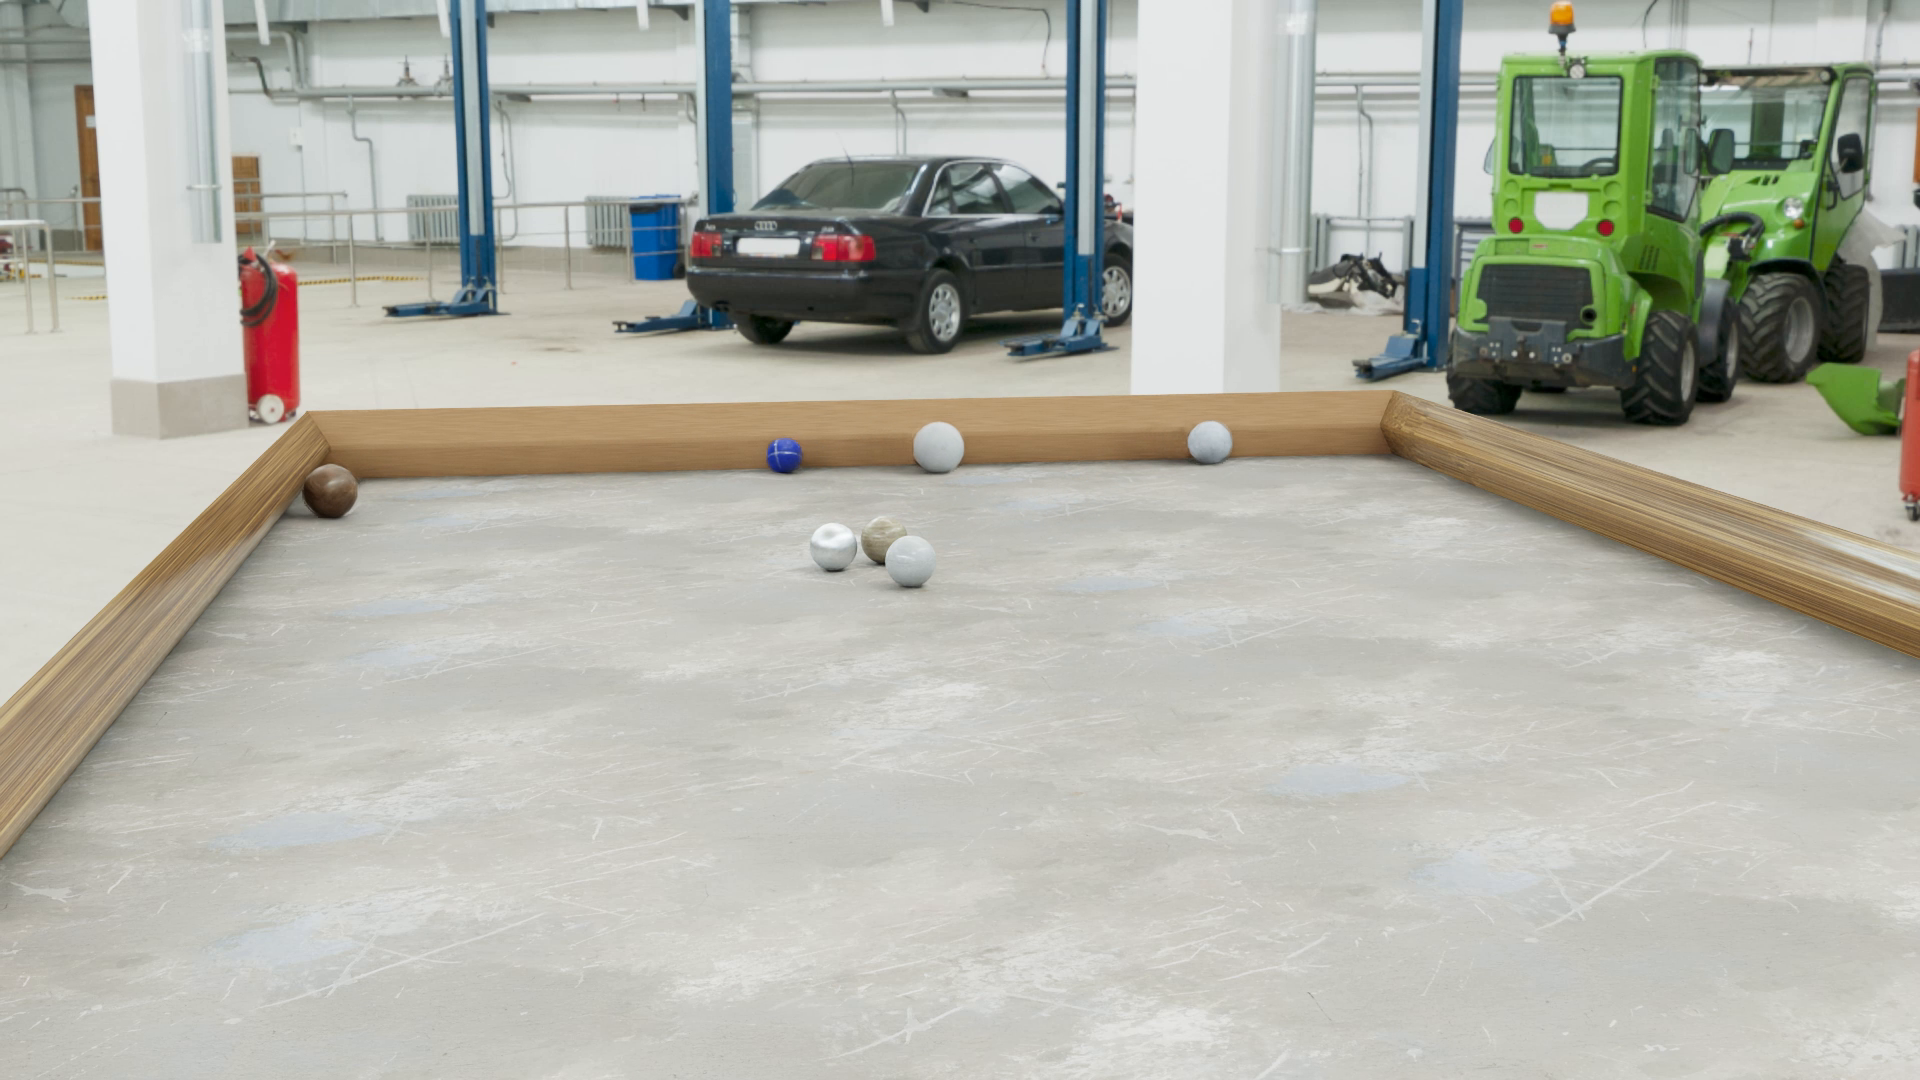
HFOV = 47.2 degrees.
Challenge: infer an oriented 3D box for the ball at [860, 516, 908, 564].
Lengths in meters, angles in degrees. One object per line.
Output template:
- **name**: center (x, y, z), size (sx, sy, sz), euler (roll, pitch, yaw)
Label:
- **ball**: center (-0.114, 0.000, 3.321), size (0.072, 0.072, 0.072), euler (0, 10, 0)

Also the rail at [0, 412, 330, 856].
- **rail**: center (-0.861, 0.190, 2.115), size (0.045, 0.128, 4.177), euler (-2, 10, -9)

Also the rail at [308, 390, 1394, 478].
- **rail**: center (-0.168, -0.206, 4.288), size (2.140, 0.128, 0.045), euler (-2, 10, -9)

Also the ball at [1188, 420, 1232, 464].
- **ball**: center (0.492, -0.193, 4.339), size (0.086, 0.086, 0.086), euler (0, 10, 0)

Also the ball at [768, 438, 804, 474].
- **ball**: center (-0.335, -0.162, 4.221), size (0.068, 0.068, 0.068), euler (0, 10, 0)

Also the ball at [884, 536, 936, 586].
- **ball**: center (-0.070, 0.030, 3.148), size (0.074, 0.074, 0.074), euler (0, 10, 0)

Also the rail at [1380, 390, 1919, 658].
- **rail**: center (1.204, 0.128, 2.453), size (0.045, 0.128, 4.177), euler (-2, 10, -9)

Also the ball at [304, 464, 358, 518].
- **ball**: center (-1.066, -0.083, 3.728), size (0.090, 0.090, 0.090), euler (0, 10, 0)

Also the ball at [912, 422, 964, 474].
- **ball**: center (-0.042, -0.177, 4.219), size (0.099, 0.099, 0.099), euler (0, 10, 0)

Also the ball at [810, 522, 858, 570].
- **ball**: center (-0.188, 0.010, 3.266), size (0.071, 0.071, 0.071), euler (0, 10, 0)
